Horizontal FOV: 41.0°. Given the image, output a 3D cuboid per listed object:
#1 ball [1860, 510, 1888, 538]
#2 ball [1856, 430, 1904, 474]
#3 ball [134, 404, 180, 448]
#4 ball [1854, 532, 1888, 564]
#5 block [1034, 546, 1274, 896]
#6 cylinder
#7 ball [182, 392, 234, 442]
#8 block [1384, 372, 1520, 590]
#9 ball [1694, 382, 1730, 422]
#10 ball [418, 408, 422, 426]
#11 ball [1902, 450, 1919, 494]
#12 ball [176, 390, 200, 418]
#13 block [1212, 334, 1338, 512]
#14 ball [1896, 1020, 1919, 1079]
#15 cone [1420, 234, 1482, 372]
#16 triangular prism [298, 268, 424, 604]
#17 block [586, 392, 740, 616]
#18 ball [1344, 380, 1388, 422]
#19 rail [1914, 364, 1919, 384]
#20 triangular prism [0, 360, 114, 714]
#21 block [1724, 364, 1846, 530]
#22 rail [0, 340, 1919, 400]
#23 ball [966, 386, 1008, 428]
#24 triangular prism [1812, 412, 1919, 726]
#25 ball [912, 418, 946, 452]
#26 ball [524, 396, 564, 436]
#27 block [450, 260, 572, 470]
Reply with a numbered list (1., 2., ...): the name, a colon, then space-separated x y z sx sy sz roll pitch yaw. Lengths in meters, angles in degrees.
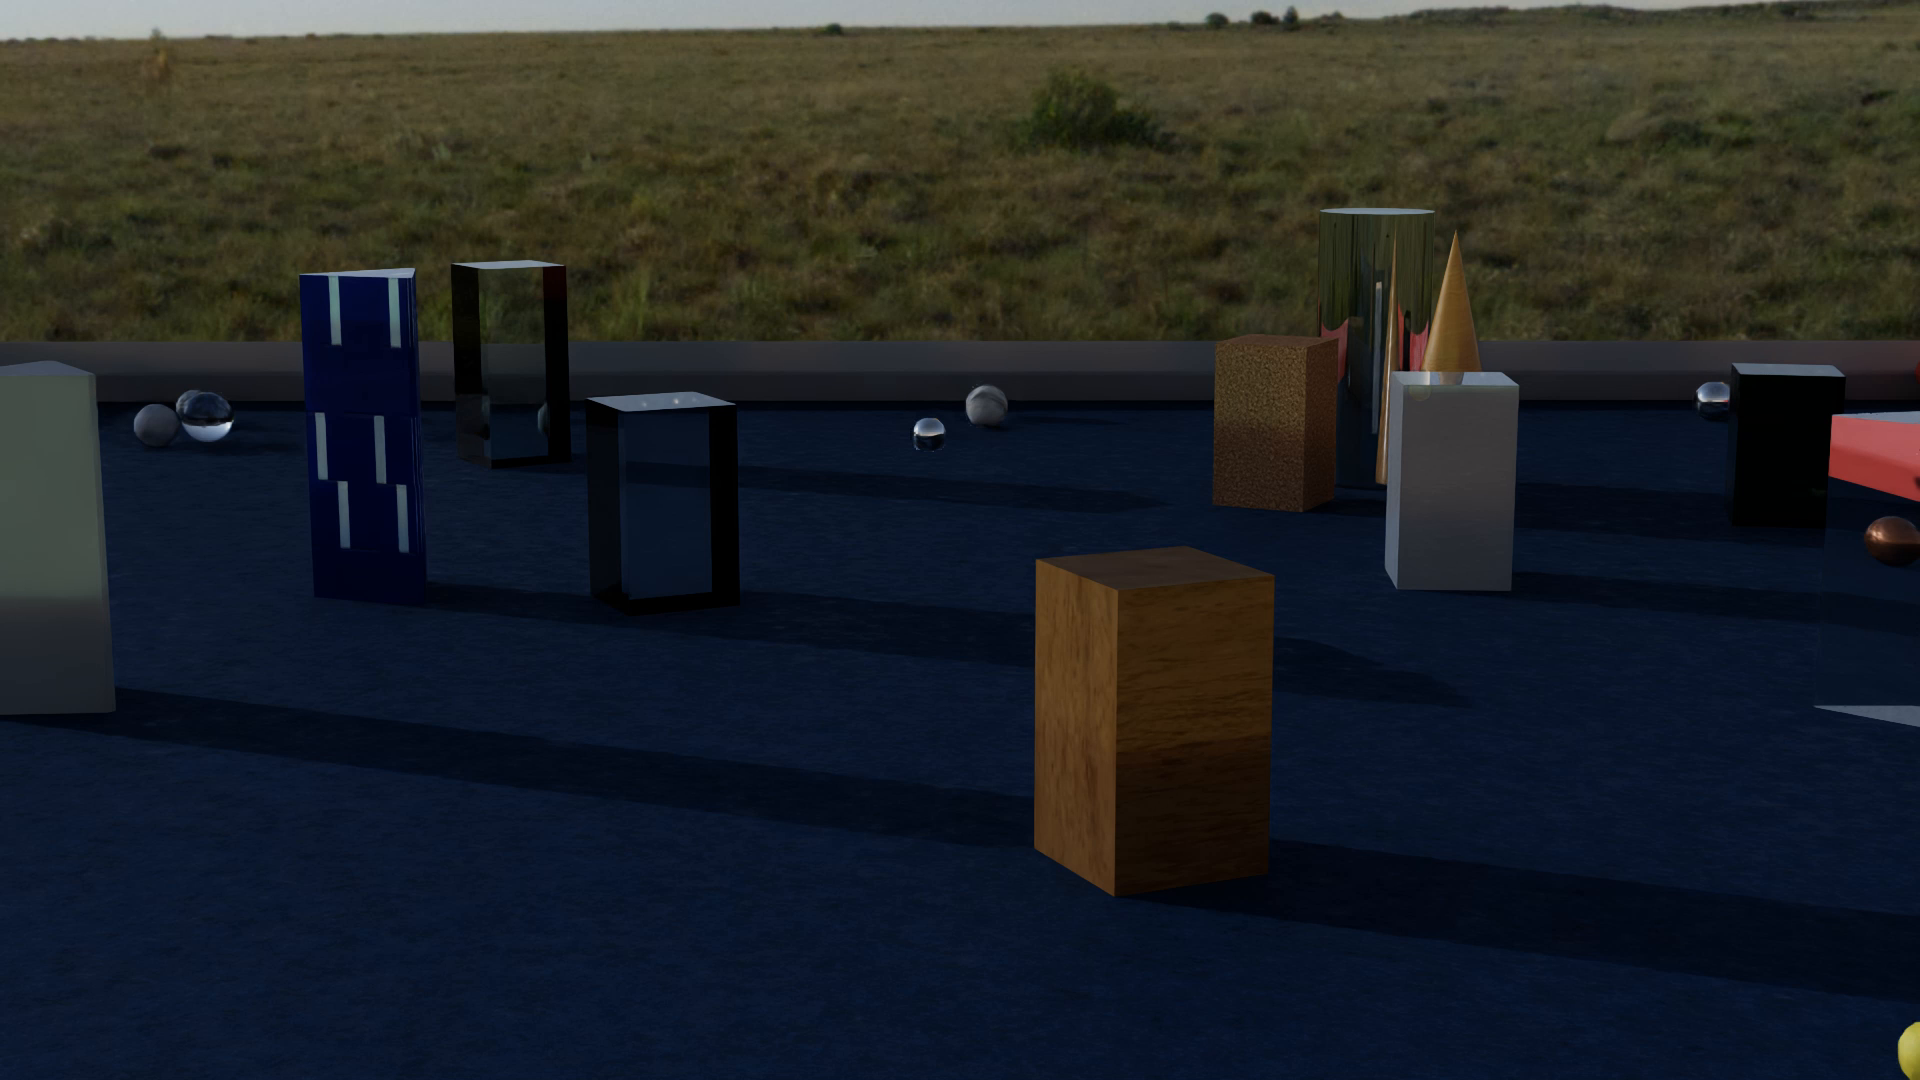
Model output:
1. ball: 1.429 -0.026 4.012 0.043 0.043 0.043 0 10 0
2. ball: 1.658 -0.159 4.629 0.081 0.081 0.081 0 10 0
3. ball: -1.552 -0.222 4.955 0.084 0.084 0.084 0 10 0
4. ball: 1.345 0.012 3.789 0.049 0.049 0.049 0 10 0
5. block: 0.176 0.161 2.355 0.159 0.278 0.159 -5 12 -24
6. cylinder: 0.727 -0.339 4.513 0.199 0.476 0.199 0 10 0
7. ball: -1.471 -0.240 5.015 0.098 0.098 0.098 0 10 0
8. block: 0.699 -0.087 3.660 0.159 0.290 0.159 1 10 3
9. ball: 1.563 -0.288 5.318 0.083 0.083 0.083 0 10 0
10. ball: -1.110 -0.244 5.098 0.077 0.077 0.077 0 10 0
11. ball: 1.661 -0.117 4.409 0.078 0.078 0.078 0 10 0
12. ball: -1.572 -0.273 5.268 0.072 0.072 0.072 0 10 0
13. block: 0.531 -0.199 4.316 0.159 0.274 0.159 5 12 27
14. ball: 0.702 0.371 1.849 0.050 0.050 0.050 0 10 0
15. cone: 0.820 -0.288 4.284 0.199 0.460 0.199 0 10 0
16. triangular prism: -0.792 -0.149 3.566 0.172 0.447 0.149 4 11 19
17. block: -0.408 -0.053 3.515 0.159 0.276 0.159 -5 12 -27
18. ball: 0.837 -0.286 5.294 0.088 0.088 0.088 0 10 0
19. rail: 2.122 0.031 3.461 0.045 0.129 4.461 0 10 0
20. triangular prism: -1.058 -0.006 2.961 0.172 0.387 0.149 -1 11 -4
21. block: 1.332 -0.154 4.150 0.159 0.244 0.159 2 11 11
22. rail: -0.013 -0.368 5.619 4.292 0.129 0.045 0 10 0
23. ball: 0.054 -0.271 5.215 0.087 0.087 0.087 0 10 0
24. triangular prism: 1.096 0.027 2.916 0.149 0.338 0.172 -10 15 -44
25. ball: -0.059 -0.202 4.900 0.066 0.066 0.066 0 10 0
26. ball: -0.827 -0.247 5.110 0.078 0.078 0.078 0 10 0
27. block: -0.834 -0.329 4.765 0.159 0.365 0.159 -7 13 -33
